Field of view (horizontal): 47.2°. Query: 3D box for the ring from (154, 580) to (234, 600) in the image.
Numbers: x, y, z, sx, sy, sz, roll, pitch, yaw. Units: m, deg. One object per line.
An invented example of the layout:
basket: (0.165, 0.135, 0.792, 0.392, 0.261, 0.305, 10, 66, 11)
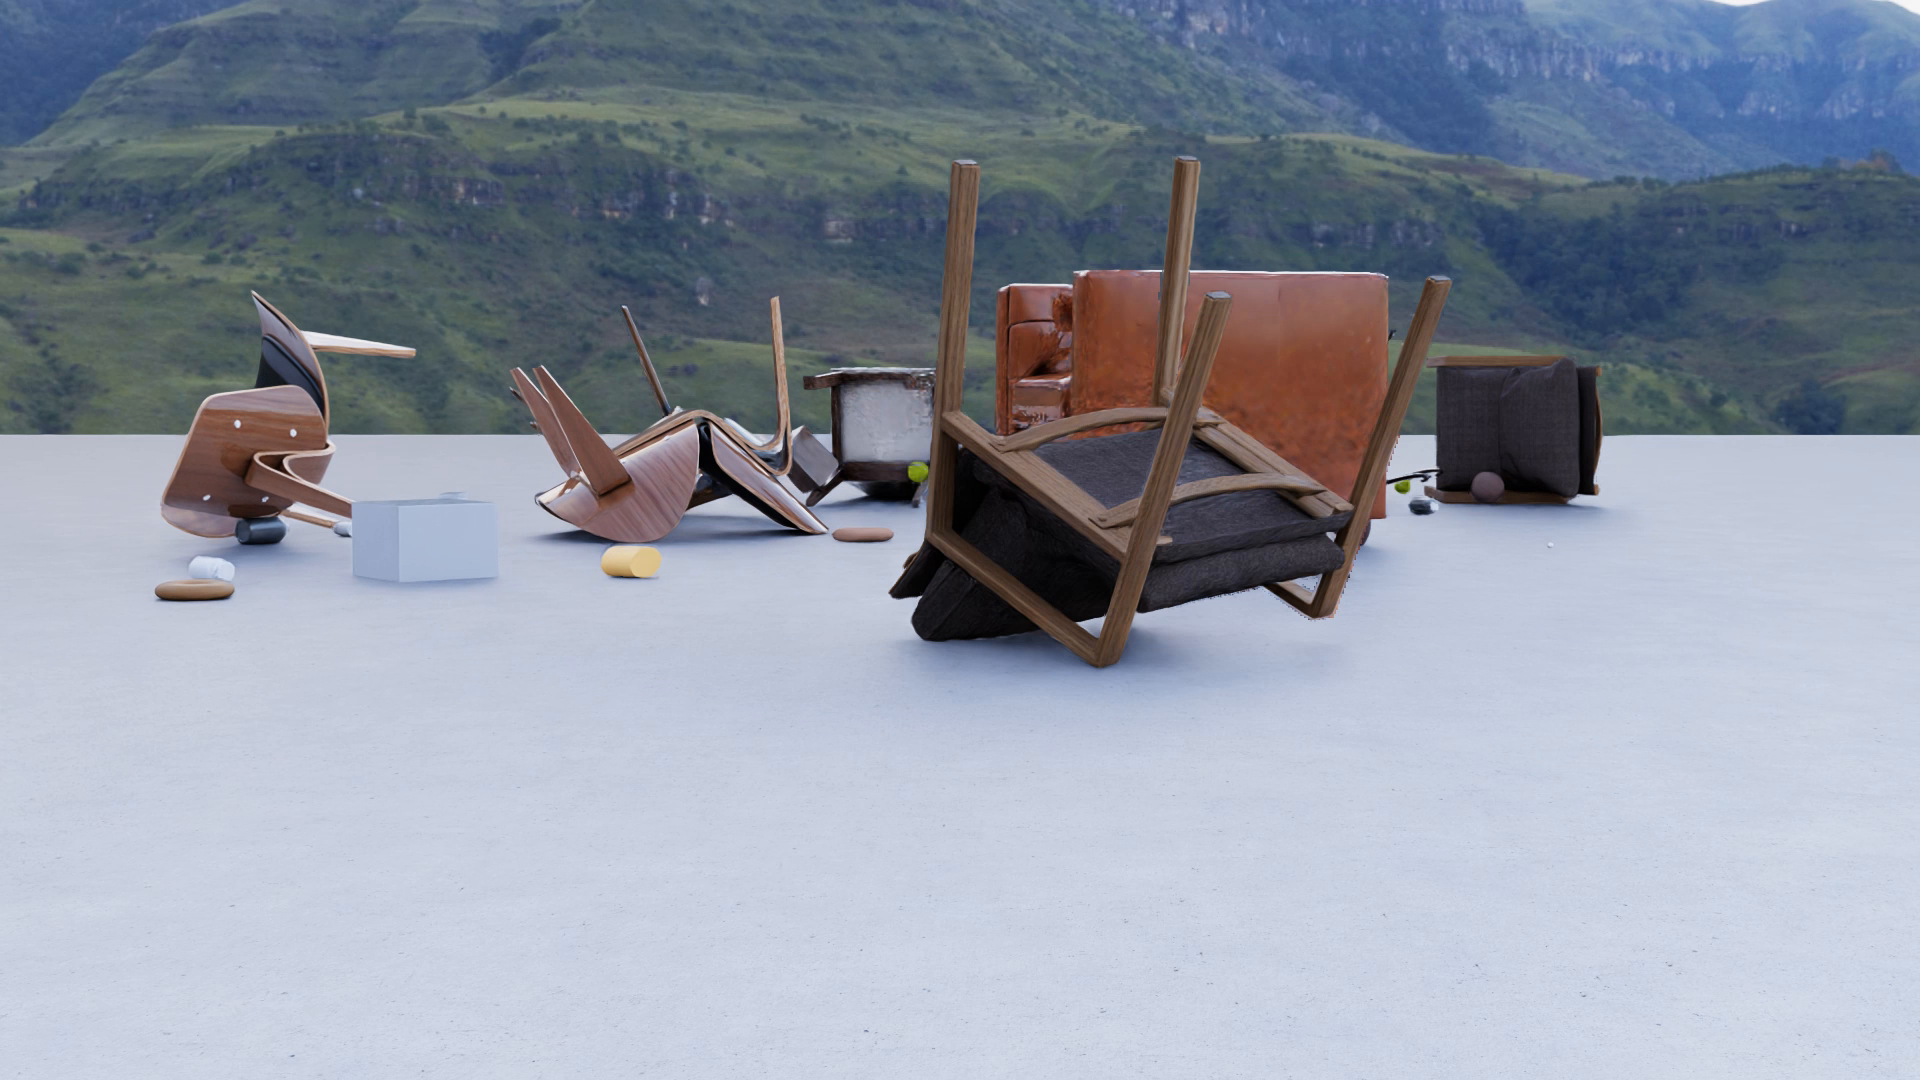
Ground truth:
ring: (-1.643, 0.108, 4.723, 0.167, 0.036, 0.162, 3, 6, 32)

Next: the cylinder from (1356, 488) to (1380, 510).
cylinder: (1.515, -0.151, 8.151, 0.071, 0.093, 0.062, -1, 46, -3)

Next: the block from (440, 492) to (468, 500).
block: (-1.963, -0.160, 8.533, 0.074, 0.047, 0.124, 0, 4, 5)

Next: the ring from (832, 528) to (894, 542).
ring: (-0.287, -0.016, 6.500, 0.185, 0.038, 0.115, 0, 5, 11)

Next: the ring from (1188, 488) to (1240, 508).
ring: (0.970, -0.162, 8.390, 0.186, 0.071, 0.241, -2, 4, -19)

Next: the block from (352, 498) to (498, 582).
block: (-1.287, -0.003, 5.288, 0.252, 0.177, 0.265, -3, 5, -39)

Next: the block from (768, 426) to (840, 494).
block: (-0.602, -0.308, 8.496, 0.124, 0.206, 0.138, -21, 27, 53)

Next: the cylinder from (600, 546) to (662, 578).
cylinder: (-0.787, 0.051, 5.263, 0.095, 0.072, 0.110, 3, 13, 34)
